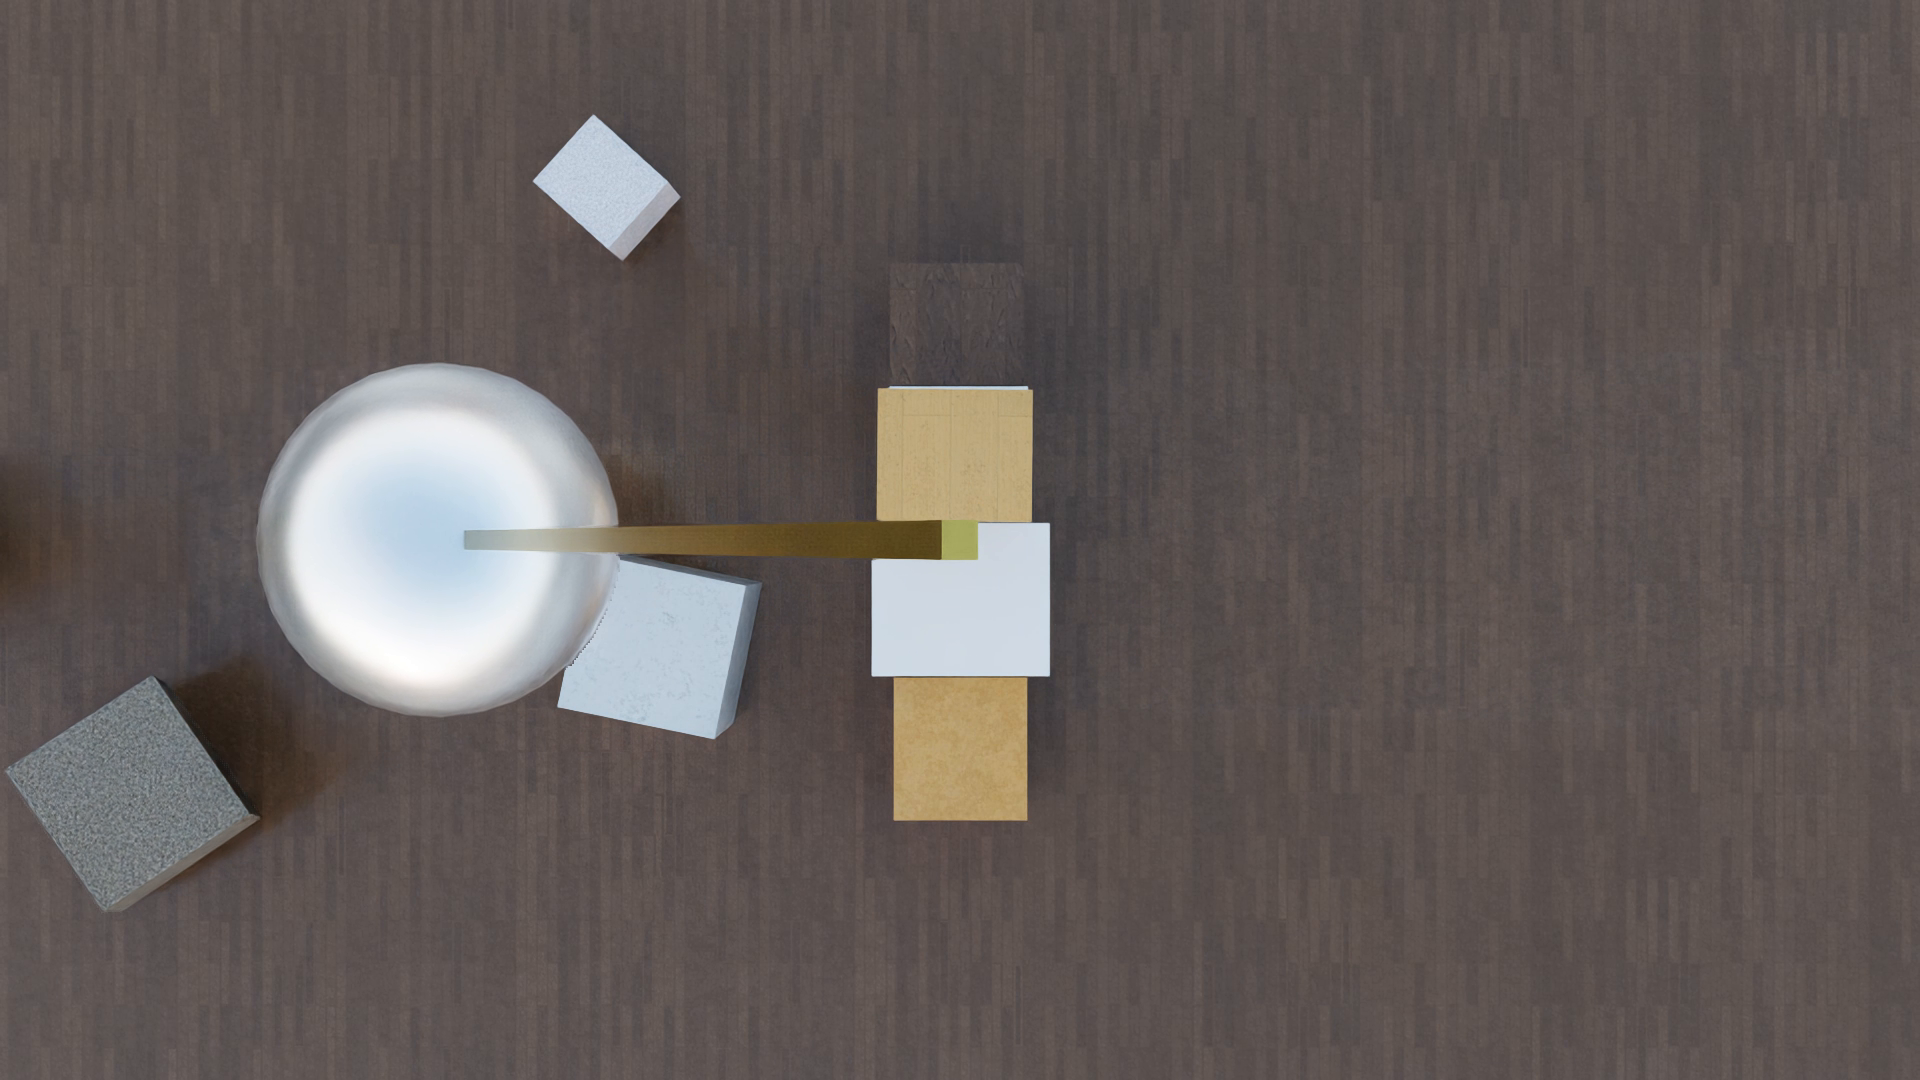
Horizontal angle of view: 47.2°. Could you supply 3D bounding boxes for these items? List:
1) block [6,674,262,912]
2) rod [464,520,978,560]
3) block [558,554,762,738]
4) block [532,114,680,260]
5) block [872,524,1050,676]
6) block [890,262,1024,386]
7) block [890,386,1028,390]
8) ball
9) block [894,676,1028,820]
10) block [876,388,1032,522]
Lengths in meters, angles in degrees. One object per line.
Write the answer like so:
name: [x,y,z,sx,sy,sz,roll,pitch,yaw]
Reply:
block: [-4.672,1.447,12.506,0.913,0.776,0.943,-35,90,-15]
rod: [-1.015,0.000,6.796,0.080,5.200,0.080,0,90,-23]
block: [-1.682,0.580,12.495,0.873,1.010,0.854,12,90,0]
block: [-2.035,-2.030,12.725,0.572,0.551,0.511,42,90,0]
block: [0.004,0.329,12.577,0.982,0.846,0.846,0,90,0]
block: [-0.017,-1.211,12.667,0.749,0.667,0.686,0,90,0]
block: [-0.008,-0.480,12.636,0.773,0.728,0.755,0,90,0]
ball: [-2.342,0.000,9.926,1.600,1.600,1.600,0,90,0]
block: [0.002,1.158,12.594,0.740,0.811,0.792,0,90,0]
block: [-0.027,-0.445,11.901,0.812,0.744,0.692,0,90,0]
